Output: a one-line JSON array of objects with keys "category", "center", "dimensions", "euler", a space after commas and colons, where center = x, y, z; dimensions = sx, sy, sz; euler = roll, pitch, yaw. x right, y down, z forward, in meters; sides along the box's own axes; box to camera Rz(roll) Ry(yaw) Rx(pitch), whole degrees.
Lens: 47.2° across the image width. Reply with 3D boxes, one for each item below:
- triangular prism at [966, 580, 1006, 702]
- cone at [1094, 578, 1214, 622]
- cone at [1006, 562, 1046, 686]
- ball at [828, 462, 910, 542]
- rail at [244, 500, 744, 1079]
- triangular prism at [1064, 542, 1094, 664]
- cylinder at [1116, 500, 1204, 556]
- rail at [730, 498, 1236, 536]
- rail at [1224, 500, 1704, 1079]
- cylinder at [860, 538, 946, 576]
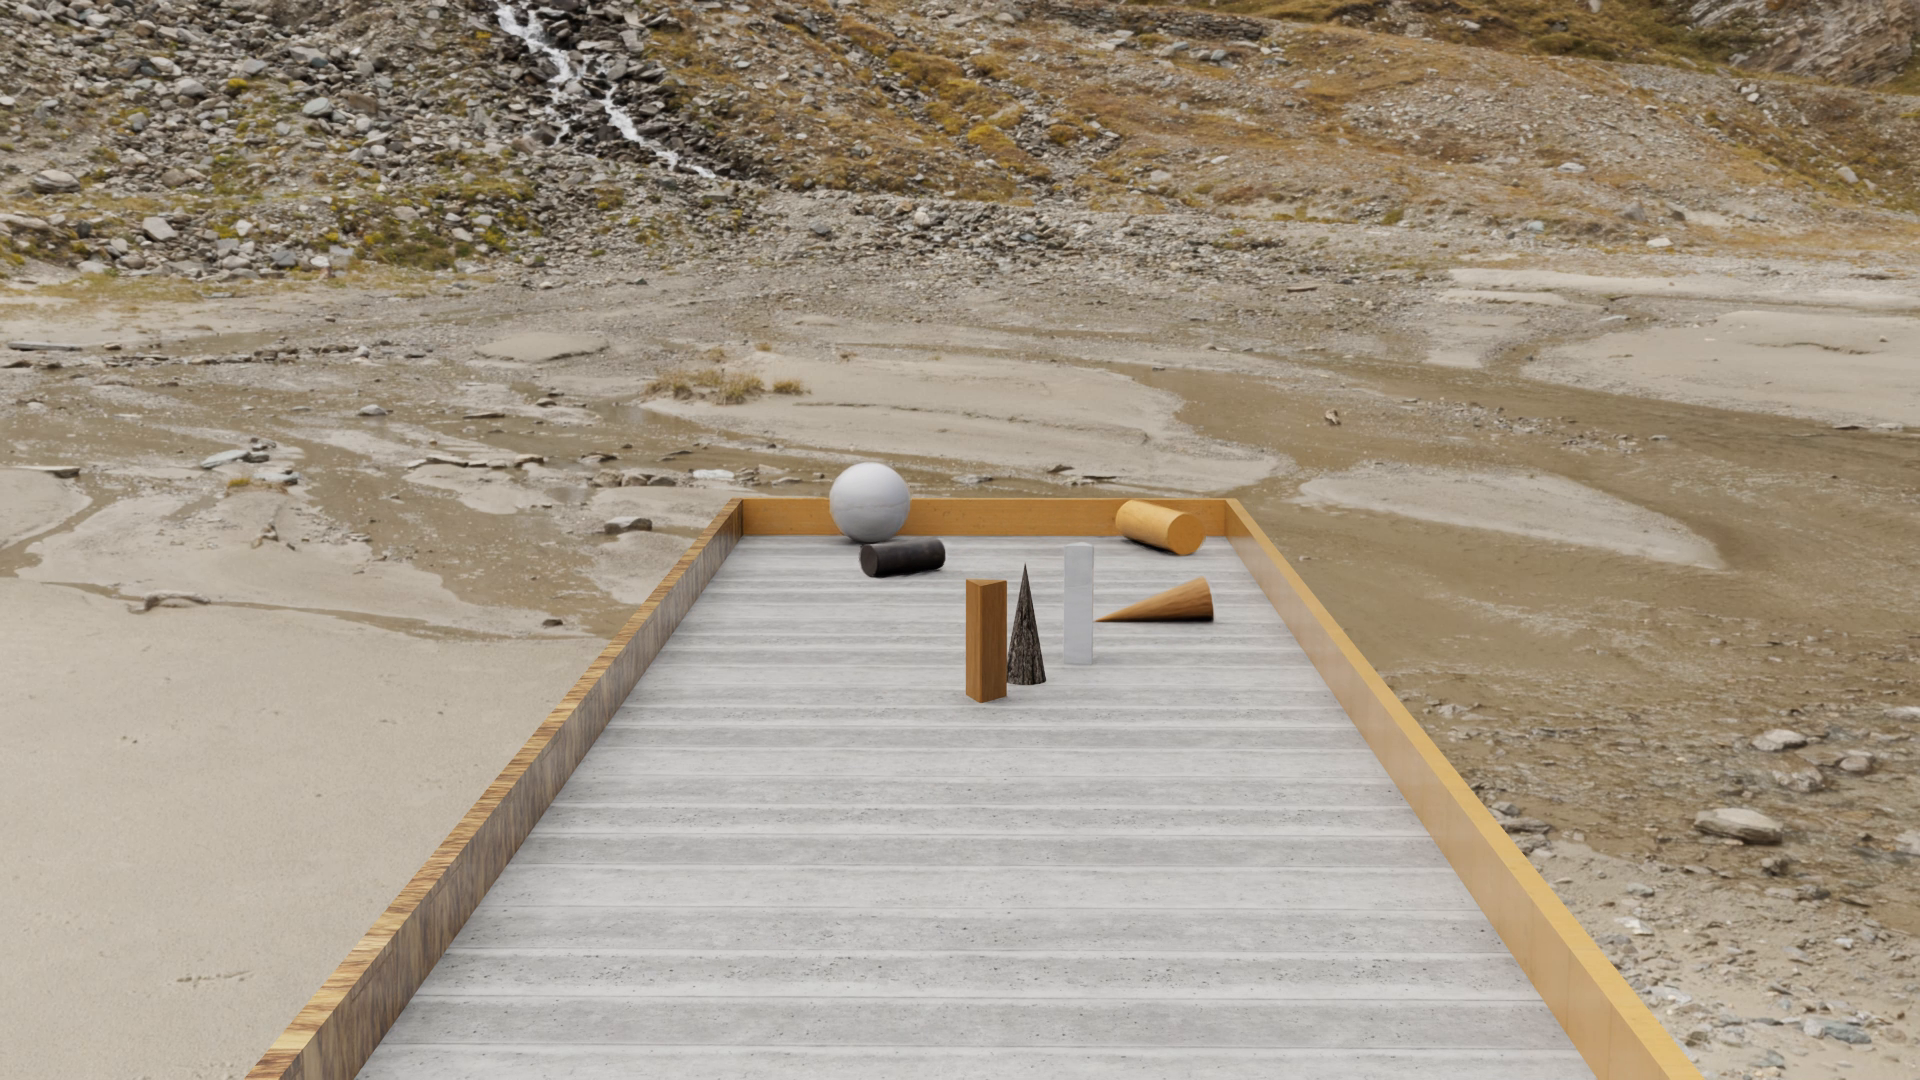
[{"category": "triangular prism", "center": [0.056, 0.279, 6.187], "dimensions": [0.100, 0.332, 0.115], "euler": [7, 12, 39]}, {"category": "cone", "center": [0.630, 0.233, 7.311], "dimensions": [0.398, 0.144, 0.144], "euler": [-11, 10, -5]}, {"category": "cone", "center": [0.189, 0.236, 6.396], "dimensions": [0.126, 0.353, 0.126], "euler": [0, 9, 0]}, {"category": "ball", "center": [-0.368, -0.153, 8.920], "dimensions": [0.329, 0.329, 0.329], "euler": [0, 9, 0]}, {"category": "rail", "center": [-1.004, 0.839, 3.234], "dimensions": [0.050, 0.150, 12.000], "euler": [0, 9, 1]}, {"category": "triangular prism", "center": [0.365, 0.189, 6.661], "dimensions": [0.088, 0.361, 0.076], "euler": [2, 9, 13]}, {"category": "cylinder", "center": [0.797, -0.052, 8.815], "dimensions": [0.164, 0.164, 0.430], "euler": [-4, 10, -23]}, {"category": "rail", "center": [0.099, -0.098, 9.147], "dimensions": [2.100, 0.150, 0.050], "euler": [0, 9, 1]}, {"category": "rail", "center": [1.046, 0.843, 3.208], "dimensions": [0.050, 0.150, 12.000], "euler": [0, 9, 1]}, {"category": "cylinder", "center": [-0.214, 0.063, 8.234], "dimensions": [0.303, 0.118, 0.118], "euler": [-6, 11, -34]}]
